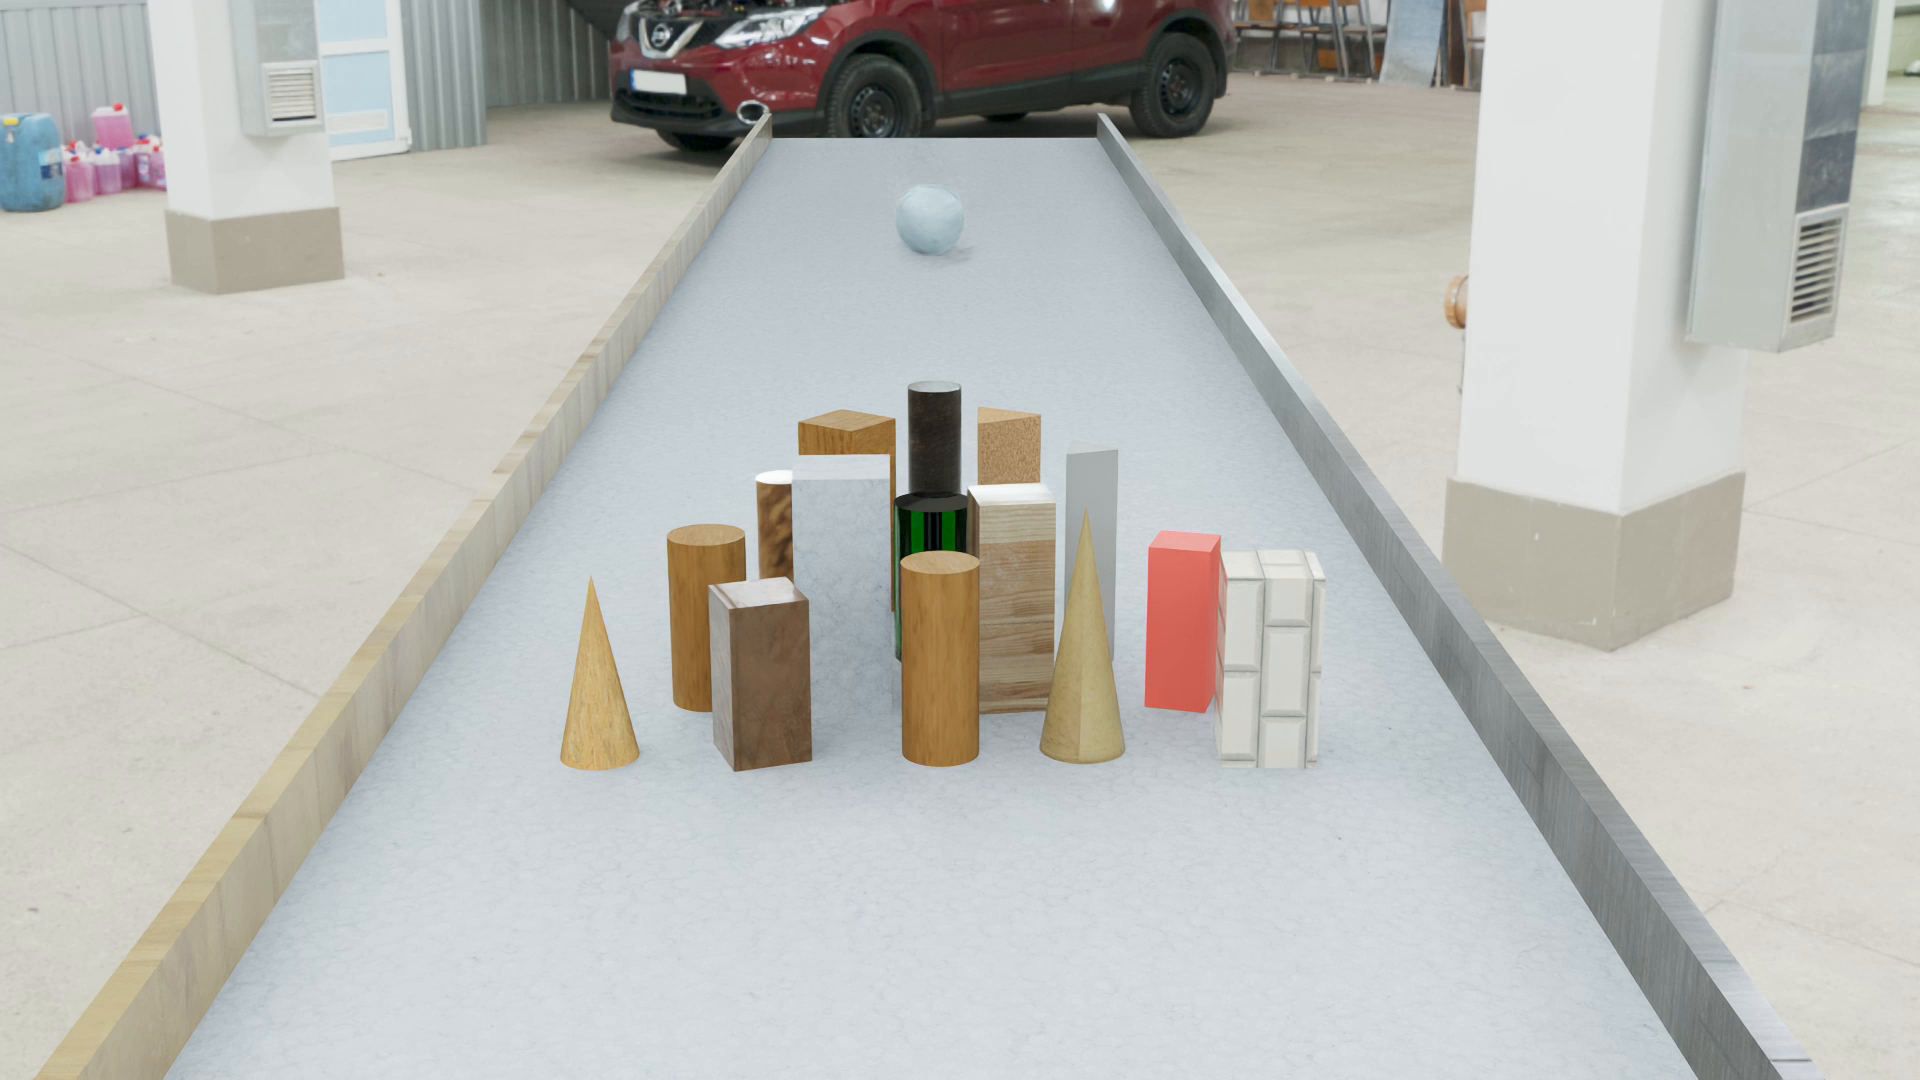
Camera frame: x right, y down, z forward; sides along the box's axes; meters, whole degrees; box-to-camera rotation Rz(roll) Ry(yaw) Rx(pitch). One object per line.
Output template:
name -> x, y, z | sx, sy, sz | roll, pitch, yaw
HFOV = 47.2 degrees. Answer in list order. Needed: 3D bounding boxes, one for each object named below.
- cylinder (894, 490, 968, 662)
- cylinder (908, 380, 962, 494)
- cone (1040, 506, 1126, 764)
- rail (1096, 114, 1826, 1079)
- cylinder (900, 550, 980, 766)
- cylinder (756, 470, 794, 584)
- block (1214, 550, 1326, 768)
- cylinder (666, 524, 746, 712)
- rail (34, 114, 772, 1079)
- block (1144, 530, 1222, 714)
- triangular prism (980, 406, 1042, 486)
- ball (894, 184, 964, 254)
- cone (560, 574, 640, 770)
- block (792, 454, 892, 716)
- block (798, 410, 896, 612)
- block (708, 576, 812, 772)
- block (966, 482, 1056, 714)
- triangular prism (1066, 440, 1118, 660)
cylinder -> -0.053, 0.078, 4.399 | 0.158, 0.322, 0.158 | 0, 17, 0
cylinder -> -0.056, -0.125, 4.872 | 0.119, 0.441, 0.119 | 0, 17, 0
cone -> 0.220, 0.155, 3.902 | 0.156, 0.459, 0.156 | 0, 17, 0
rail -> 0.932, -0.844, 7.801 | 0.050, 0.150, 12.000 | 0, 17, -1
cylinder -> -0.035, 0.210, 3.896 | 0.139, 0.357, 0.139 | 0, 17, 0
cylinder -> -0.349, 0.056, 4.382 | 0.105, 0.374, 0.105 | 0, 17, 0
block -> 0.547, 0.210, 3.906 | 0.168, 0.351, 0.168 | 1, 17, 2
cylinder -> -0.475, 0.147, 4.160 | 0.146, 0.327, 0.146 | 0, 17, 0
rail -> -1.118, -0.838, 7.780 | 0.050, 0.150, 12.000 | 0, 17, -1
block -> 0.421, 0.153, 4.156 | 0.116, 0.316, 0.116 | 5, 17, 16
triangular prism -> 0.073, -0.055, 4.642 | 0.148, 0.438, 0.129 | -9, 19, -29
ball -> -0.127, -1.353, 9.258 | 0.295, 0.295, 0.295 | 0, 17, 0
cone -> -0.644, 0.222, 3.883 | 0.141, 0.341, 0.141 | 0, 17, 0
block -> -0.219, 0.084, 4.140 | 0.178, 0.458, 0.178 | -1, 17, -2
block -> -0.236, -0.048, 4.648 | 0.145, 0.422, 0.145 | 12, 20, 35
block -> -0.355, 0.237, 3.903 | 0.143, 0.301, 0.143 | -6, 18, -20
block -> 0.095, 0.110, 4.145 | 0.142, 0.407, 0.142 | -3, 17, -9
triangular prism -> 0.241, 0.025, 4.374 | 0.110, 0.438, 0.095 | -7, 18, -21
